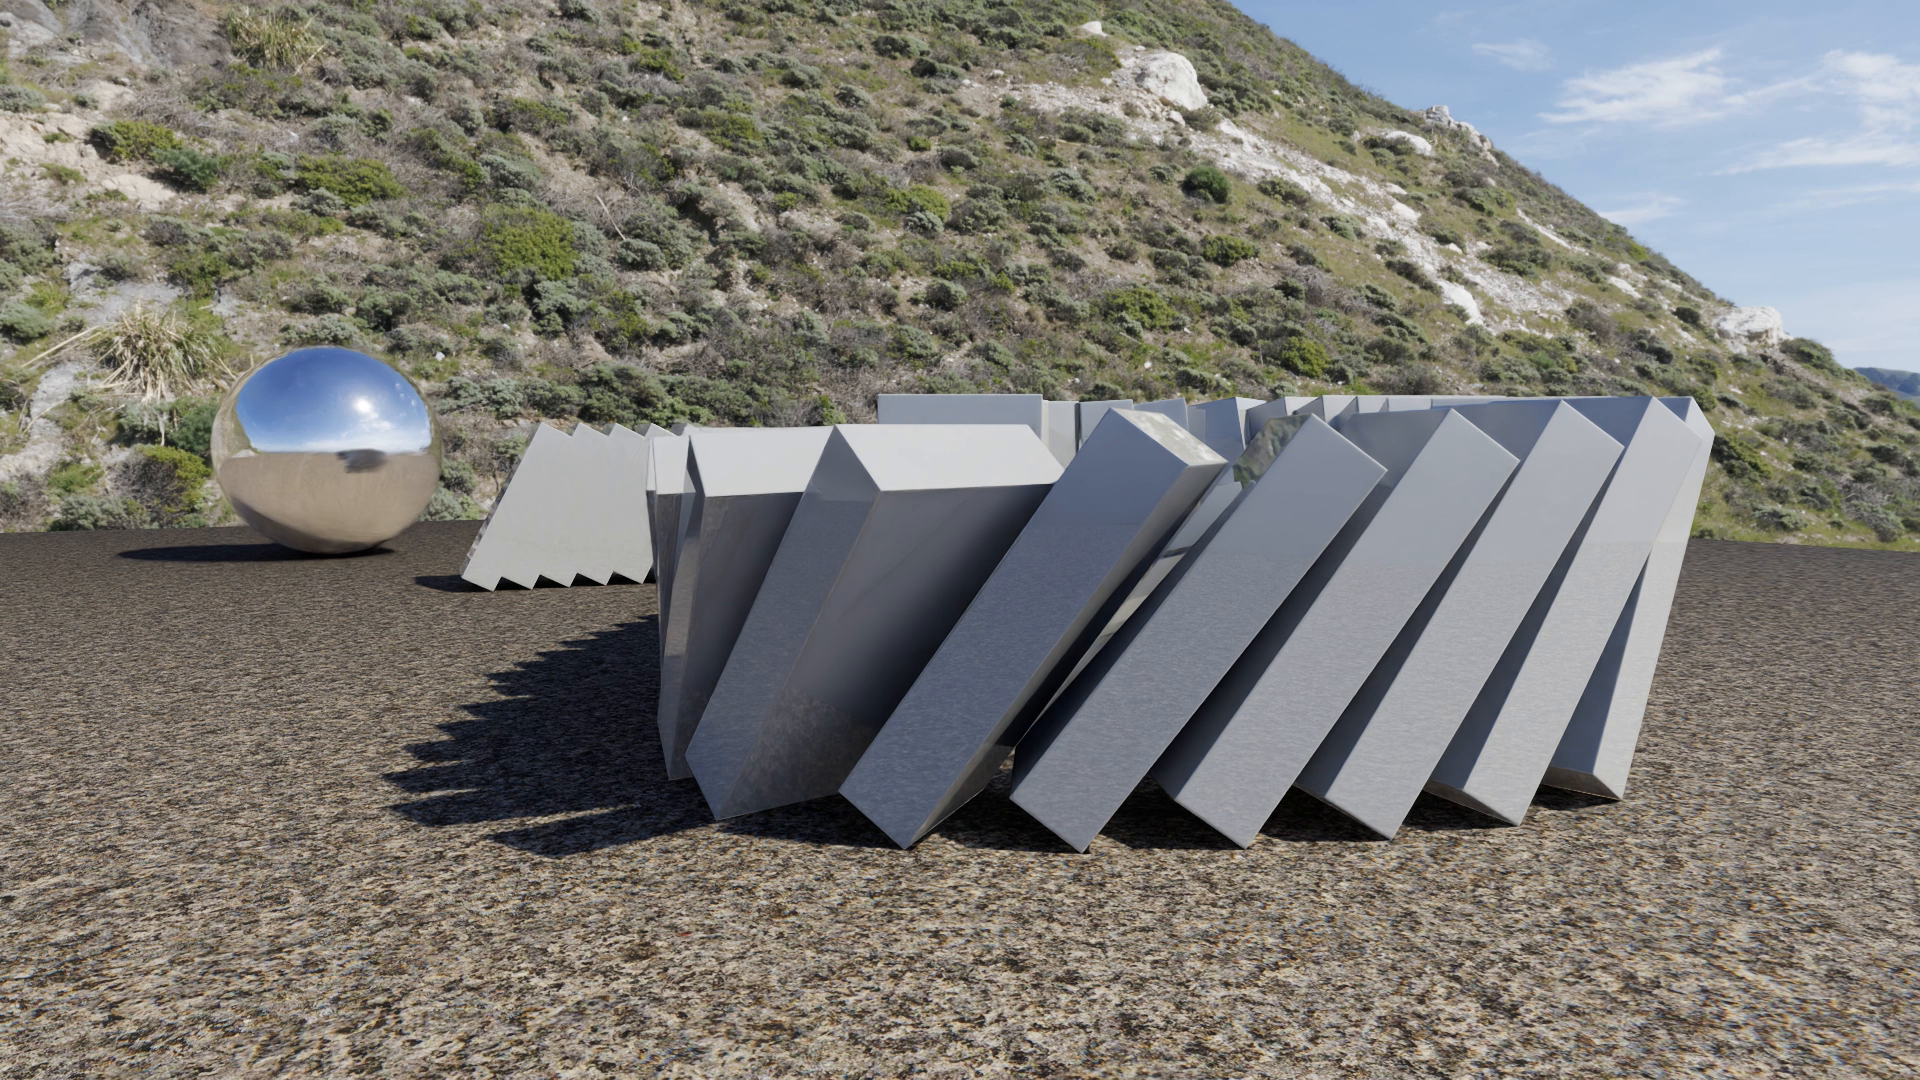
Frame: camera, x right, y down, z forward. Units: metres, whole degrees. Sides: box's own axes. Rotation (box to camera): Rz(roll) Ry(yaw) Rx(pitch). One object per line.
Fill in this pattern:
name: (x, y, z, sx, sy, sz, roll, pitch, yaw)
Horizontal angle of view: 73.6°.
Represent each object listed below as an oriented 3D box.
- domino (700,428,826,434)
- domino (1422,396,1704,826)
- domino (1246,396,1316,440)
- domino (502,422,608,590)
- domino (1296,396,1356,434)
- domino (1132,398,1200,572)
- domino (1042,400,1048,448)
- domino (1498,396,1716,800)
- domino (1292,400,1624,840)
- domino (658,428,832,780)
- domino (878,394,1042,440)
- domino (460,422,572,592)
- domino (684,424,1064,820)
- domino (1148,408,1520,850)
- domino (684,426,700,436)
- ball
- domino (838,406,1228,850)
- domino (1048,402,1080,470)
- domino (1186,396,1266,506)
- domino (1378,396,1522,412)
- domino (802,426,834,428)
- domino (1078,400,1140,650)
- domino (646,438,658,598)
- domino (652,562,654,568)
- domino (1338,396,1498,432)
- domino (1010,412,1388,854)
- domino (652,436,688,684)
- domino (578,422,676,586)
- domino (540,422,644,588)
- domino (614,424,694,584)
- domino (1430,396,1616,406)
domino: (-0.031, 0.003, 0.224, 0.025, 0.050, 0.010, 0, 43, -6)
domino: (0.066, 0.007, 0.156, 0.009, 0.050, 0.025, 31, -7, -20)
domino: (0.069, -0.001, 0.236, 0.025, 0.050, 0.009, -3, -7, -32)
domino: (-0.123, -0.011, 0.387, 0.010, 0.050, 0.025, 28, -7, -22)
domino: (0.075, 0.000, 0.223, 0.025, 0.050, 0.010, -1, -10, -13)
domino: (0.040, -0.001, 0.244, 0.009, 0.050, 0.025, -8, 3, 6)
domino: (0.003, 0.000, 0.230, 0.025, 0.050, 0.009, 2, 6, 29)
domino: (0.077, 0.006, 0.166, 0.009, 0.050, 0.025, 33, -18, -38)
domino: (0.053, 0.008, 0.150, 0.009, 0.050, 0.025, 32, -3, -12)
domino: (-0.021, 0.009, 0.153, 0.025, 0.050, 0.009, -4, 47, -22)
domino: (0.000, 0.002, 0.201, 0.025, 0.050, 0.010, 0, 4, 0)
domino: (-0.133, -0.010, 0.382, 0.010, 0.050, 0.025, 28, -7, -22)
domino: (-0.010, 0.010, 0.142, 0.025, 0.050, 0.010, -4, 46, -40)
domino: (0.039, 0.008, 0.146, 0.009, 0.050, 0.025, 35, 0, -7)
domino: (-0.036, 0.002, 0.235, 0.025, 0.050, 0.009, 0, 43, -6)
ball: (-0.241, -0.034, 0.491, 0.080, 0.080, 0.080, 0, 4, 0)
domino: (0.009, 0.009, 0.141, 0.009, 0.050, 0.025, 39, 16, 14)
domino: (0.013, -0.001, 0.243, 0.009, 0.050, 0.025, -3, 5, -19)
domino: (0.054, -0.001, 0.243, 0.010, 0.050, 0.025, -9, 0, 26)
domino: (0.079, 0.003, 0.197, 0.025, 0.050, 0.009, 0, -19, 3)
domino: (-0.034, 0.000, 0.259, 0.025, 0.050, 0.009, -3, 43, -5)
domino: (0.027, -0.001, 0.244, 0.009, 0.050, 0.025, -4, 4, -3)
domino: (-0.029, 0.007, 0.181, 0.025, 0.050, 0.009, -1, 47, -9)
domino: (-0.081, -0.011, 0.407, 0.009, 0.050, 0.025, 39, -11, -20)
domino: (0.078, 0.002, 0.210, 0.025, 0.050, 0.010, 0, -14, -3)
domino: (0.025, 0.009, 0.143, 0.010, 0.050, 0.025, 37, 6, 1)
domino: (-0.026, 0.008, 0.167, 0.025, 0.050, 0.009, -3, 47, -14)
domino: (-0.104, -0.012, 0.397, 0.010, 0.050, 0.025, 28, -7, -22)
domino: (-0.114, -0.011, 0.392, 0.009, 0.050, 0.025, 28, -7, -22)
domino: (-0.095, -0.012, 0.402, 0.009, 0.050, 0.025, 28, -7, -22)
domino: (0.080, 0.004, 0.182, 0.025, 0.050, 0.009, 1, -21, 19)
